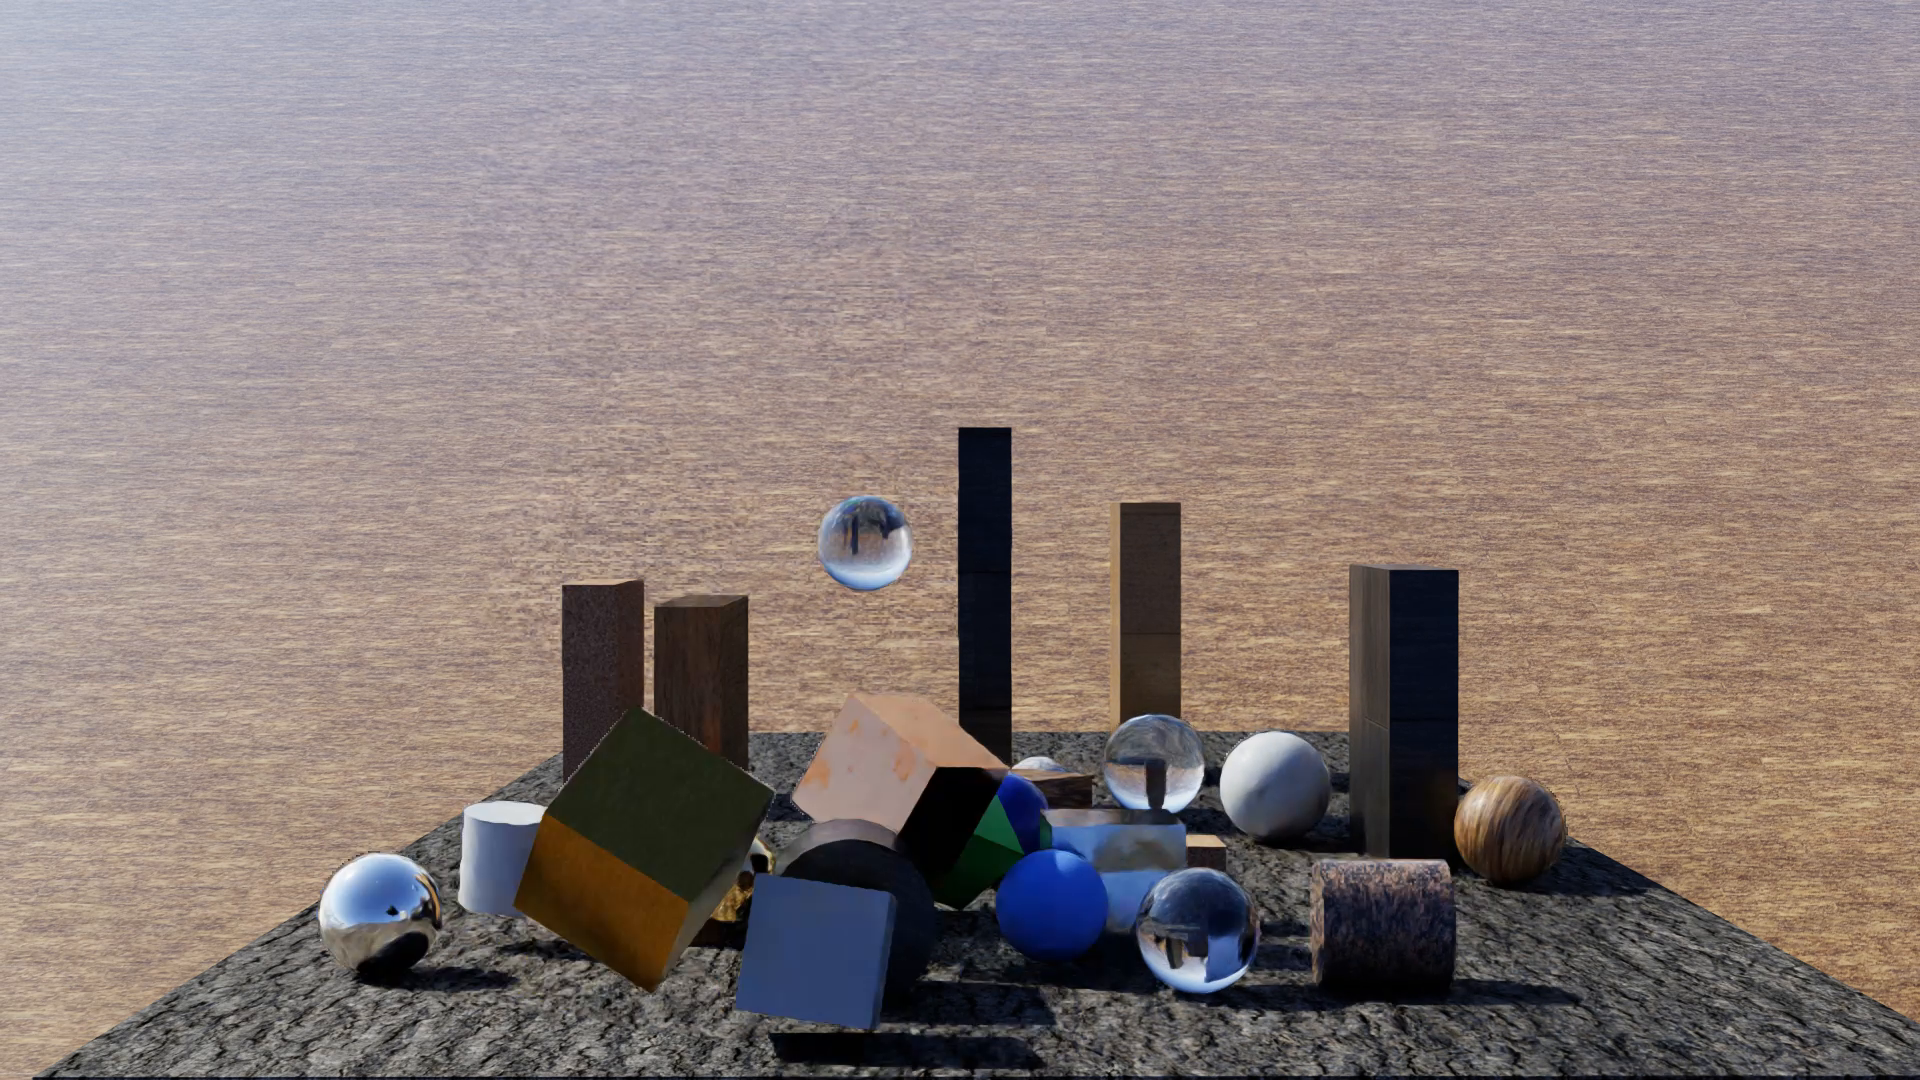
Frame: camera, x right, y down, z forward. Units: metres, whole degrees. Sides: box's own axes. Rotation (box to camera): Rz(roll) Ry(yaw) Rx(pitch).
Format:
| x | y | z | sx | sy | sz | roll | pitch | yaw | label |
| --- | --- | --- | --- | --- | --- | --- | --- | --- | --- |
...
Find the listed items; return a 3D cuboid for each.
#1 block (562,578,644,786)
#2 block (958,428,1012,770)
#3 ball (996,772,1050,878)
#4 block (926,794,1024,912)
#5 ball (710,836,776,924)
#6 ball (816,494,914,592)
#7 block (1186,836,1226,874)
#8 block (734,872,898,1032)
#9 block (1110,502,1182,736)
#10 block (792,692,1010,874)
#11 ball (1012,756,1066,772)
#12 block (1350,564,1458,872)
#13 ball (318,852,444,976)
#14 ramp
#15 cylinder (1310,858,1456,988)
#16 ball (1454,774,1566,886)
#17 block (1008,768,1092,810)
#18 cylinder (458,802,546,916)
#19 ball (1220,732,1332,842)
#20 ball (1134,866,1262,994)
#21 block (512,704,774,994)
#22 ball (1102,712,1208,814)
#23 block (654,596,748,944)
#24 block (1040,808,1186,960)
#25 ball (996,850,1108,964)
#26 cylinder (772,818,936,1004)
| x | y | z | sx | sy | sz | roll | pitch | yaw | label |
| --- | --- | --- | --- | --- | --- | --- | --- | --- | --- |
| -0.702 | 0.295 | 5.105 | 0.105 | 0.429 | 0.397 | 0 | 1 | 0 | block |
| 0.046 | 0.152 | 4.893 | 0.096 | 0.720 | 0.339 | 0 | 1 | 0 | block |
| 0.060 | 0.433 | 3.938 | 0.164 | 0.164 | 0.164 | 0 | 28 | 0 | ball |
| -0.018 | 0.418 | 3.644 | 0.131 | 0.131 | 0.131 | 28 | 26 | -43 | block |
| -0.293 | 0.435 | 3.335 | 0.120 | 0.120 | 0.120 | 0 | 28 | 0 | ball |
| -0.120 | 0.004 | 3.261 | 0.122 | 0.122 | 0.122 | 0 | 28 | 0 | ball |
| 0.303 | 0.472 | 3.559 | 0.114 | 0.114 | 0.114 | 0 | 1 | -2 | block |
| -0.152 | 0.443 | 2.770 | 0.143 | 0.143 | 0.143 | 8 | -11 | 3 | block |
| 0.397 | 0.211 | 5.562 | 0.127 | 0.584 | 0.345 | 0 | 1 | 0 | block |
| -0.075 | 0.309 | 3.277 | 0.162 | 0.162 | 0.162 | 38 | 16 | 31 | block |
| 0.141 | 0.452 | 4.651 | 0.125 | 0.125 | 0.125 | 0 | 28 | 0 | ball |
| 0.727 | 0.282 | 4.257 | 0.108 | 0.475 | 0.417 | 0 | 1 | 0 | block |
| -0.712 | 0.459 | 3.177 | 0.150 | 0.150 | 0.150 | 0 | 28 | 0 | ball |
| 0.063 | 0.565 | 4.605 | 2.000 | 0.100 | 4.000 | 0 | 1 | 0 | ramp |
| 0.503 | 0.458 | 3.090 | 0.153 | 0.153 | 0.153 | 0 | 28 | 1 | cylinder |
| 0.834 | 0.441 | 3.926 | 0.166 | 0.166 | 0.166 | 0 | 28 | 0 | ball |
| 0.106 | 0.448 | 4.113 | 0.148 | 0.148 | 0.148 | -1 | 1 | -43 | block |
| -0.592 | 0.417 | 3.385 | 0.122 | 0.122 | 0.122 | 5 | 7 | -1 | cylinder |
| 0.540 | 0.423 | 4.421 | 0.190 | 0.190 | 0.190 | 0 | 28 | 0 | ball |
| 0.281 | 0.461 | 3.048 | 0.149 | 0.149 | 0.149 | 0 | 28 | 0 | ball |
| -0.316 | 0.308 | 2.573 | 0.167 | 0.167 | 0.167 | 31 | 45 | 6 | block |
| 0.360 | 0.416 | 4.773 | 0.194 | 0.194 | 0.194 | 0 | 28 | 0 | ball |
| -0.357 | 0.306 | 3.604 | 0.091 | 0.444 | 0.418 | 0 | 1 | 0 | block |
| 0.196 | 0.445 | 3.356 | 0.171 | 0.171 | 0.171 | 0 | 1 | -4 | block |
| 0.114 | 0.453 | 3.195 | 0.140 | 0.140 | 0.140 | 0 | 28 | 0 | ball |
| -0.130 | 0.437 | 3.039 | 0.196 | 0.196 | 0.196 | -2 | 1 | -3 | cylinder |
